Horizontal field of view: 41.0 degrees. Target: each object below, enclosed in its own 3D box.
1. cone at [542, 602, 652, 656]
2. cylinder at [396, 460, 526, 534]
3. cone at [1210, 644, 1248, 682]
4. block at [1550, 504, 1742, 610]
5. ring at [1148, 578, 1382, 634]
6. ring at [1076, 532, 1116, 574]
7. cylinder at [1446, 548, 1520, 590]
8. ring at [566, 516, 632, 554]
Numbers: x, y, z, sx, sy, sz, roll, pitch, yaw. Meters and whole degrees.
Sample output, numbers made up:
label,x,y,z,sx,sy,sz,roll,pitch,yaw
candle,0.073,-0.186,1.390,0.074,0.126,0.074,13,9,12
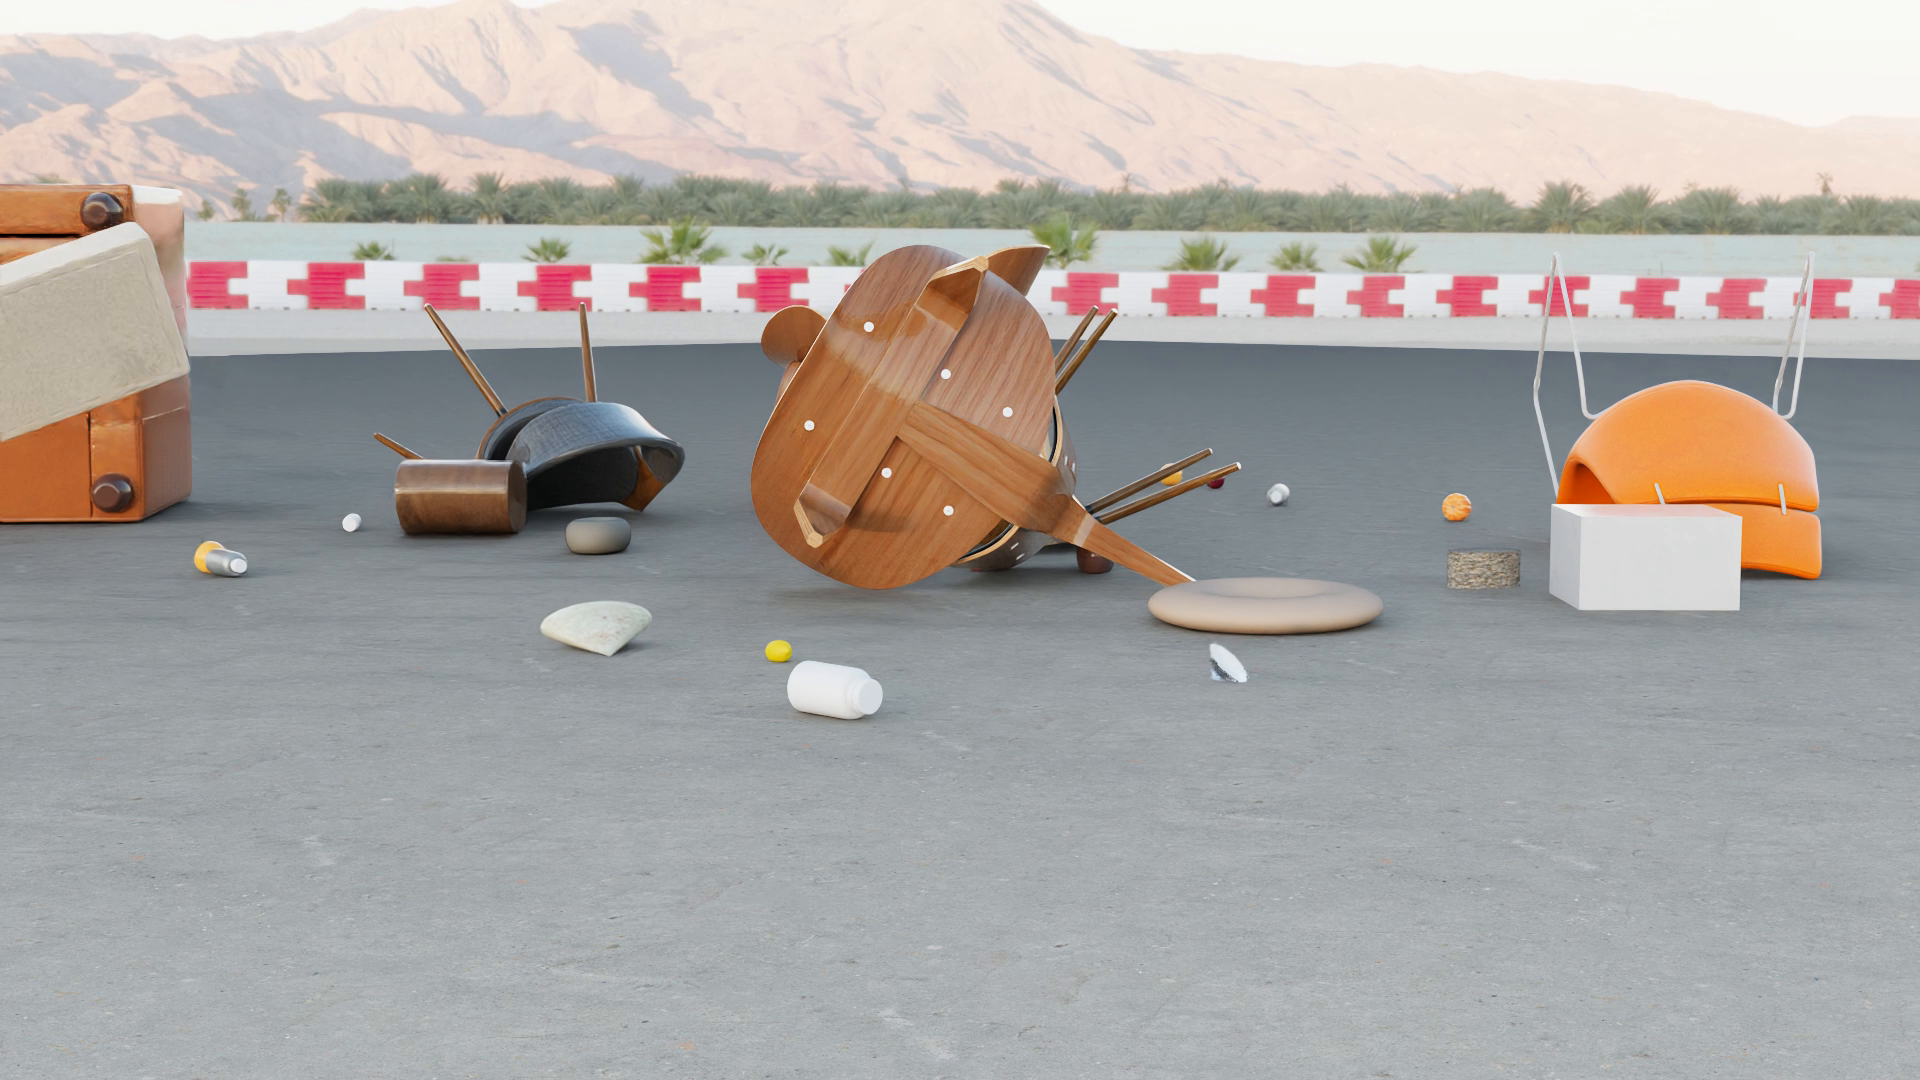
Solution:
label,x,y,z,sx,sy,sz,roll,pitch,yaw
cone,-0.628,0.175,4.513,0.198,0.084,0.144,-5,23,-16
cylinder,-1.270,-0.109,6.546,0.282,0.180,0.252,0,-13,2
cone,0.426,0.214,4.193,0.082,0.040,0.096,45,18,4
block,1.383,0.032,5.196,0.315,0.185,0.275,0,6,1
ring,0.583,0.124,4.897,0.436,0.066,0.466,6,9,44
ring,0.305,0.028,5.750,0.088,0.081,0.194,-1,7,6
cylinder,1.115,0.060,5.460,0.162,0.076,0.111,-2,6,-17
ring,-0.867,-0.011,6.150,0.155,0.077,0.235,-1,5,0
